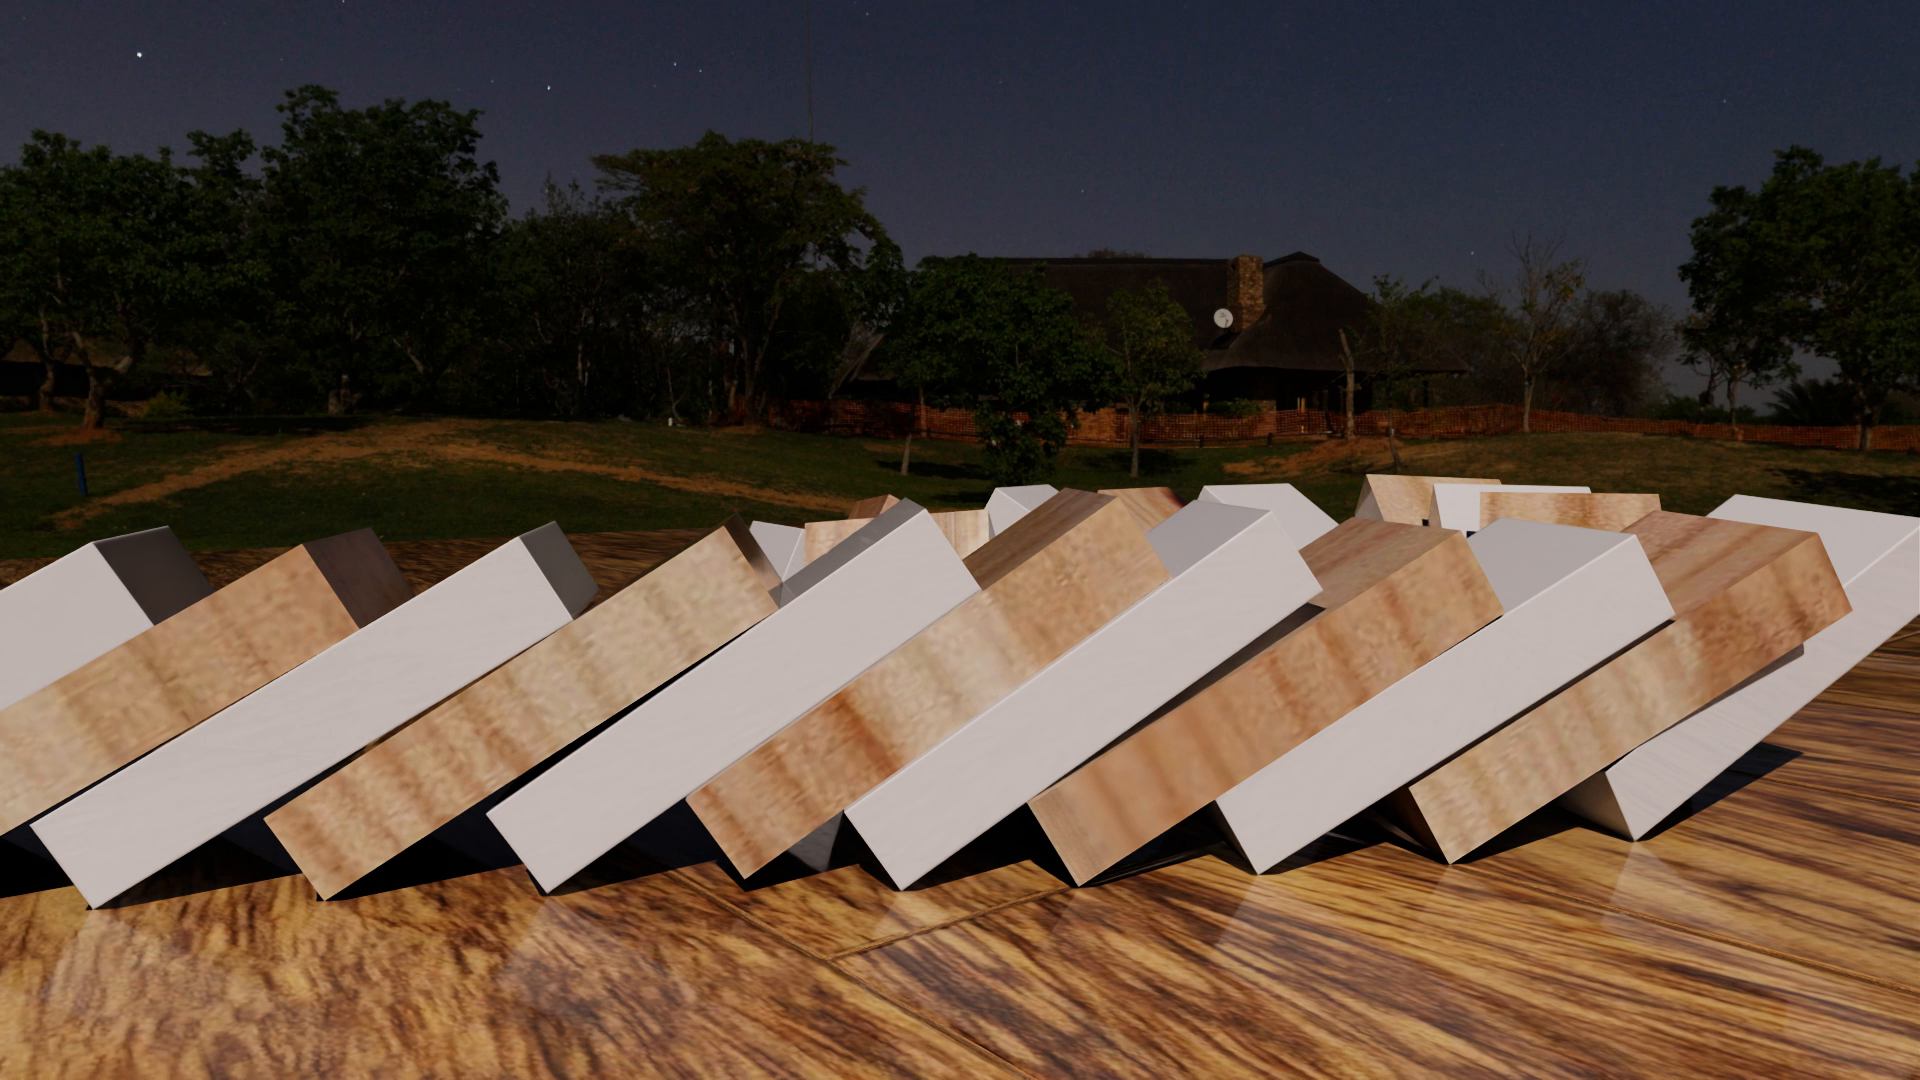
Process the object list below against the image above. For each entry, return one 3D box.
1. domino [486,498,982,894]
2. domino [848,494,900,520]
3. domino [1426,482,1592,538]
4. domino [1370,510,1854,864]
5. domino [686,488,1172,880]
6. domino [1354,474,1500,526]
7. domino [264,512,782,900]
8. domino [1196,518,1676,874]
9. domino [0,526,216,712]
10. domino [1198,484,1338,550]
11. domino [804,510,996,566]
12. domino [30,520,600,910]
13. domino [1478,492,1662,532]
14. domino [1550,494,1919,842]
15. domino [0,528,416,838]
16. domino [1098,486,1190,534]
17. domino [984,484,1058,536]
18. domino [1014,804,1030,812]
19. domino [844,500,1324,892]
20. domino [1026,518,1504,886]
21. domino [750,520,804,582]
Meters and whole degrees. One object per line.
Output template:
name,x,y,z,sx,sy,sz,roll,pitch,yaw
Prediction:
domino,-0.023,0.014,0.134,0.050,0.009,0.025,-35,8,-3
domino,0.003,0.008,0.240,0.050,0.009,0.025,27,-9,-15
domino,0.090,0.009,0.203,0.025,0.010,0.050,2,38,11
domino,0.067,0.015,0.143,0.050,0.009,0.025,-31,10,-3
domino,-0.004,0.013,0.135,0.050,0.009,0.025,-35,8,-3
domino,0.088,0.007,0.223,0.025,0.010,0.050,2,38,0
domino,-0.042,0.015,0.133,0.050,0.010,0.025,-33,7,-4
domino,0.047,0.015,0.140,0.050,0.009,0.025,-31,8,-3
domino,-0.103,0.016,0.126,0.050,0.009,0.025,-32,13,-13
domino,0.068,0.007,0.240,0.025,0.009,0.050,-3,37,-36
domino,-0.005,0.011,0.193,0.025,0.010,0.050,-4,-24,7
domino,-0.063,0.016,0.132,0.050,0.009,0.025,-32,9,-6
domino,0.087,0.011,0.183,0.025,0.010,0.050,2,37,21
domino,0.087,0.013,0.152,0.050,0.009,0.025,-33,17,-11
domino,-0.082,0.016,0.129,0.050,0.010,0.025,-31,9,-7
domino,0.050,0.007,0.252,0.025,0.010,0.050,-5,37,-48
domino,0.030,0.006,0.260,0.050,0.010,0.025,36,20,22
domino,0.000,0.025,0.173,0.025,0.010,0.050,0,4,-2
domino,0.011,0.014,0.135,0.050,0.009,0.025,-35,7,-3
domino,0.029,0.015,0.137,0.050,0.010,0.025,-32,7,-4
domino,-0.013,0.011,0.229,0.050,0.010,0.025,25,-8,-27
